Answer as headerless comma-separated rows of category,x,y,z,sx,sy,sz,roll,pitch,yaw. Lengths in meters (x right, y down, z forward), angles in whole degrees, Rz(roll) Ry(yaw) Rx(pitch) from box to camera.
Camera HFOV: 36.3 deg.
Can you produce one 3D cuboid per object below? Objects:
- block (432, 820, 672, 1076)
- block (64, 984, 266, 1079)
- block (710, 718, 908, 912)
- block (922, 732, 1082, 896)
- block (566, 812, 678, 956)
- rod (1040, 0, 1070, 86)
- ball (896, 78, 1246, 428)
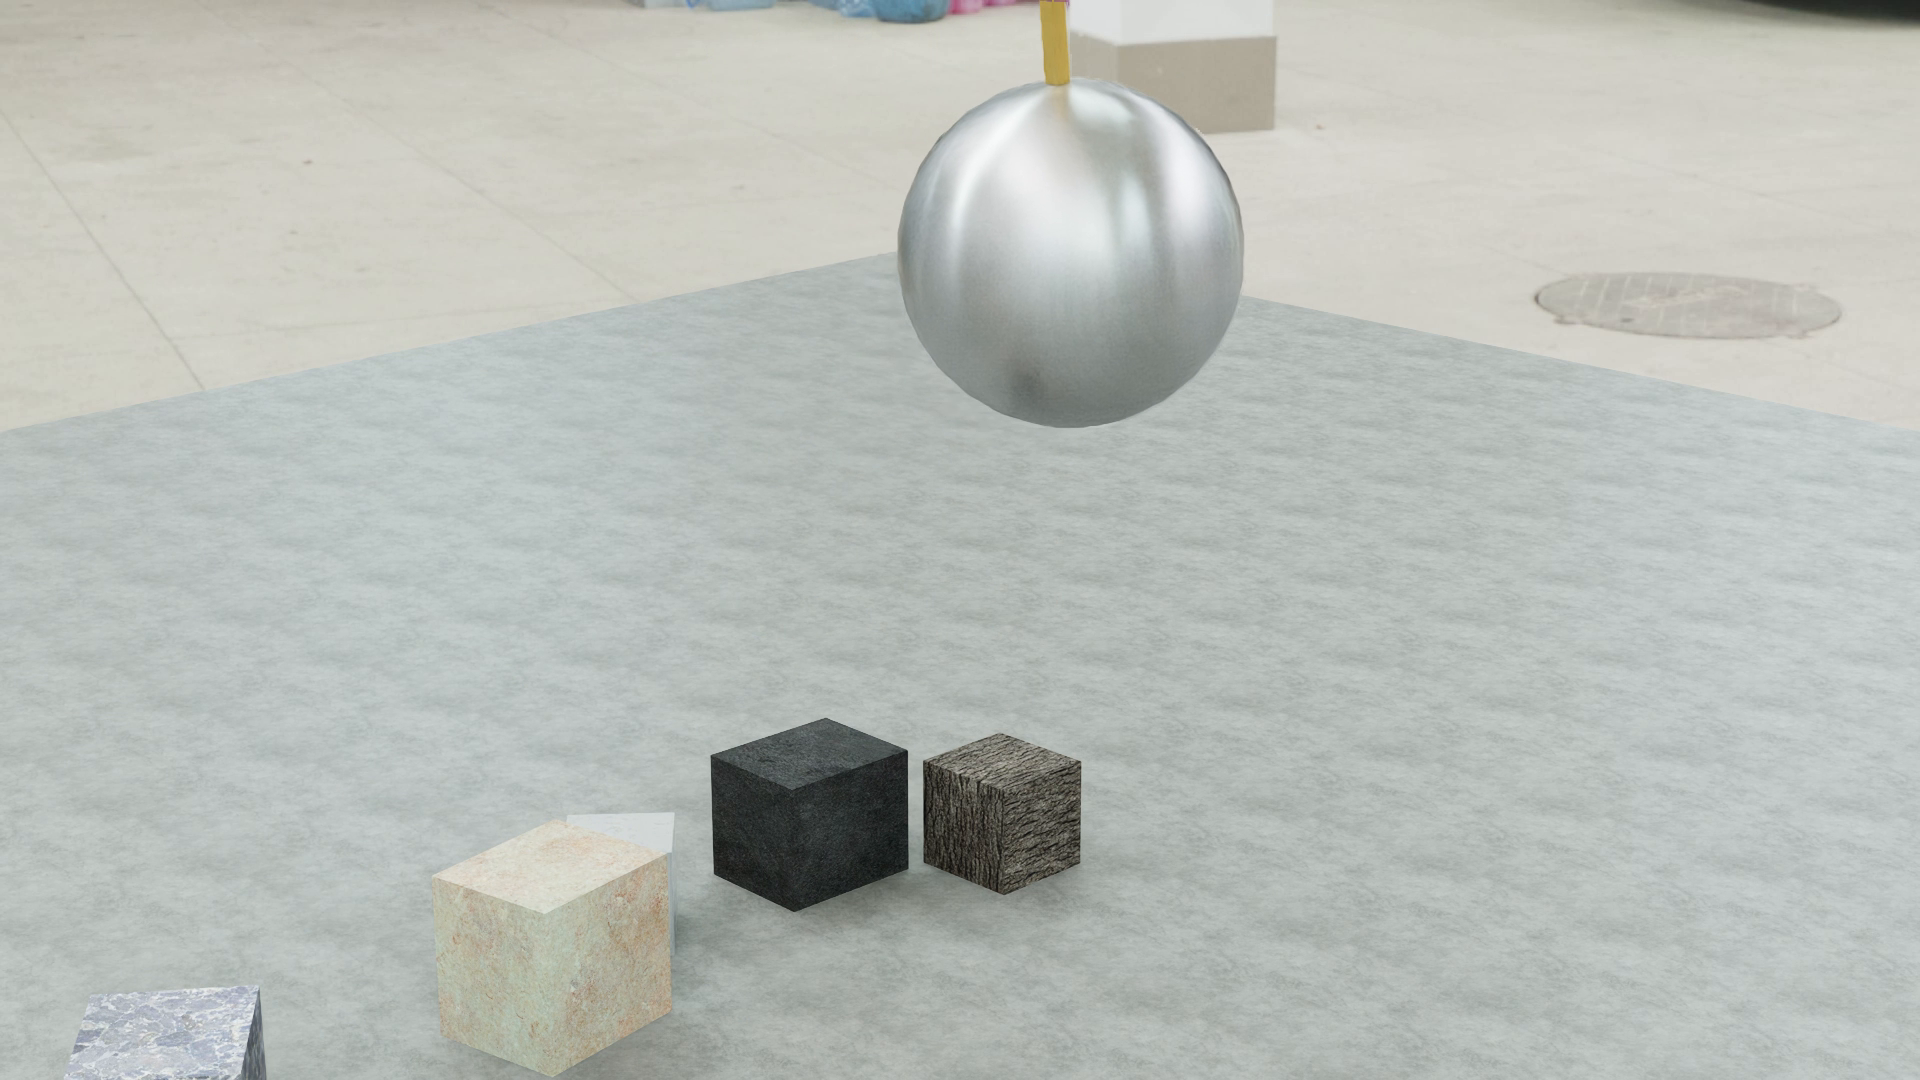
block,-1.653,1.646,11.931,0.617,0.705,0.717,12,21,34
block,-2.826,2.089,10.514,0.600,0.710,0.697,-2,18,-7
block,-0.684,1.245,13.402,0.691,0.588,0.570,-16,23,-41
block,0.194,1.254,13.509,0.505,0.507,0.523,-17,24,-42
block,-1.478,1.501,12.766,0.469,0.482,0.441,-1,17,-3
rod,0.220,-4.450,12.174,0.080,5.200,0.080,17,31,42
ball,0.507,-1.315,13.460,1.600,1.600,1.600,0,17,0
